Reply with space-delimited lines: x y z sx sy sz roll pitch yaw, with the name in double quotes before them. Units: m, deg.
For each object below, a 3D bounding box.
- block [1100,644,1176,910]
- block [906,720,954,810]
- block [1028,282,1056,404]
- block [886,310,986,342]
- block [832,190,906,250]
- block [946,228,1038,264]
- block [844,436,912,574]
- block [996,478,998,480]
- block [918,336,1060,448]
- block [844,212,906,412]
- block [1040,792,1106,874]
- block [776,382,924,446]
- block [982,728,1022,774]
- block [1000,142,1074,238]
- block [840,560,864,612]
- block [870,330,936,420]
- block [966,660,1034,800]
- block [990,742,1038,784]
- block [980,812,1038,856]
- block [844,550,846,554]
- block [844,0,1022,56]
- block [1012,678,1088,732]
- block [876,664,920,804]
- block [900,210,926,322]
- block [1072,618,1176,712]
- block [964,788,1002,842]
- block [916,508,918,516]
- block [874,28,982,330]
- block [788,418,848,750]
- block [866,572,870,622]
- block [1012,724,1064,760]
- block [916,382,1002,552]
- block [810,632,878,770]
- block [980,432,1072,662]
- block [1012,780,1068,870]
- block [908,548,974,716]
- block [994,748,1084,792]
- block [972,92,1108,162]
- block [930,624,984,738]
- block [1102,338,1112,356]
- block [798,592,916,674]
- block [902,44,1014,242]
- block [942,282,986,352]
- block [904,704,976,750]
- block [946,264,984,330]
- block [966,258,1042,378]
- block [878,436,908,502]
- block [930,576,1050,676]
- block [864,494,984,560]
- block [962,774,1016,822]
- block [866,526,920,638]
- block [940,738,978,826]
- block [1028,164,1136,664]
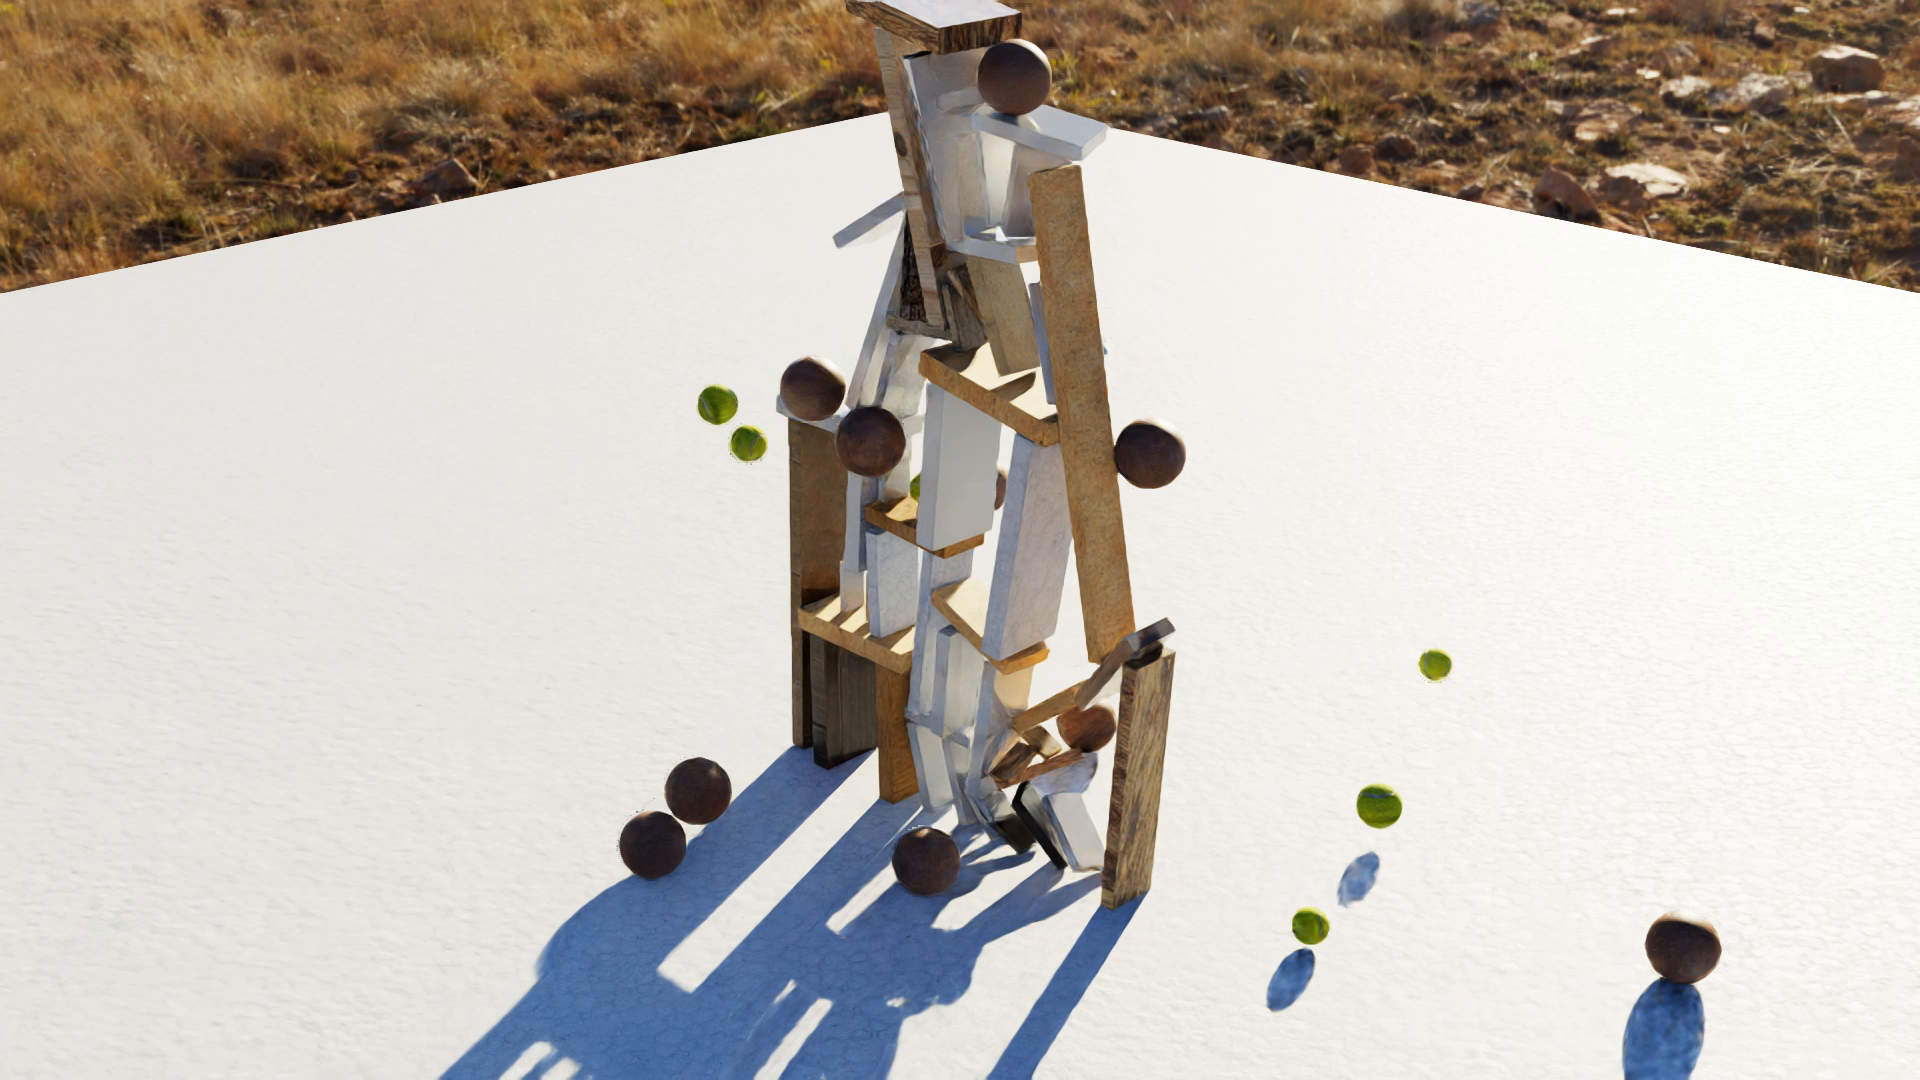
"block" 0.327 0.443 4.056 0.110 0.515 0.031 -21 35 -41
"block" -0.050 0.445 4.475 0.093 0.185 0.026 -22 17 -41
"block" 0.186 -0.356 3.925 0.031 0.217 0.108 -6 5 45
"block" -0.037 -0.410 4.176 0.192 0.027 0.096 15 26 36
"block" -0.135 -0.613 4.170 0.213 0.030 0.107 -24 -2 44
"block" 0.080 -0.534 3.981 0.108 0.031 0.217 -13 20 -32
"block" -0.163 -0.082 4.388 0.039 0.274 0.137 21 28 39
"block" 0.012 -0.139 4.307 0.064 0.018 0.128 -20 -27 26
"block" 0.096 -0.276 4.023 0.164 0.046 0.328 -20 41 -42
"block" -0.121 -0.445 4.255 0.030 0.432 0.107 38 36 26
"block" 0.225 0.566 4.264 0.082 0.023 0.164 1 52 -38
"block" -0.221 -0.253 4.386 0.275 0.039 0.137 20 27 37
"block" 0.083 0.417 4.297 0.013 0.095 0.047 29 -8 35
"block" 0.140 -0.636 3.905 0.105 0.210 0.030 -6 43 -18
"block" -0.222 0.090 4.513 0.015 0.106 0.053 17 26 40
"block" -0.108 -0.327 4.272 0.096 0.192 0.027 -14 43 -38
"block" 0.079 0.355 4.289 0.032 0.304 0.113 29 35 35
"block" 0.105 0.431 4.246 0.047 0.013 0.095 17 49 37
"block" 0.102 0.565 4.341 0.059 0.017 0.118 -26 58 -35
"block" -0.182 0.042 4.465 0.053 0.015 0.106 -16 31 -41
"block" -0.051 -0.936 3.894 0.167 0.047 0.335 -17 33 -26
"block" 0.202 0.308 4.220 0.110 0.031 0.220 -21 -8 -36
"block" -0.098 0.371 4.494 0.043 0.306 0.153 20 30 41
"block" -0.057 -0.525 4.136 0.107 0.213 0.030 -17 33 -36
"block" 0.299 0.228 4.013 0.110 0.221 0.031 -23 70 -37
"block" 0.060 0.537 4.381 0.059 0.017 0.118 -17 69 -34
"block" -0.036 -0.097 4.256 0.064 0.128 0.018 1 38 -31
"block" -0.028 -0.678 4.045 0.167 0.556 0.047 -23 22 -34
"block" -0.288 0.083 4.609 0.137 0.745 0.039 -17 29 -37
"block" -0.167 0.111 4.465 0.015 0.106 0.053 20 26 37
"block" 0.152 0.386 4.289 0.047 0.013 0.094 -24 56 -38
"block" 0.001 -0.155 4.166 0.046 0.328 0.164 26 33 38
"block" -0.240 0.315 4.626 0.043 0.306 0.153 20 30 41
"block" 0.140 -0.004 4.077 0.046 0.459 0.164 29 35 33
"block" 0.162 0.554 4.269 0.023 0.164 0.082 -31 13 22
"block" -0.038 0.171 4.349 0.111 0.359 0.031 -19 35 -40
"block" 0.155 0.448 4.296 0.164 0.023 0.082 -19 -7 -16
"block" 0.138 -0.717 3.810 0.210 0.030 0.105 21 39 18
"block" -0.002 0.264 4.303 0.032 0.227 0.113 24 32 34
"block" 0.265 -0.367 4.321 0.063 0.018 0.126 -32 7 12
"block" -0.171 0.182 4.492 0.153 0.043 0.306 -21 31 -40
"block" 0.016 -0.722 3.946 0.167 0.335 0.047 -18 24 -12
"block" 0.007 -0.416 4.064 0.063 0.126 0.018 -24 18 -40
"block" -0.014 0.360 4.404 0.093 0.026 0.185 -21 31 -41
"block" 0.034 -0.450 4.035 0.063 0.018 0.126 -24 76 -41
"block" 0.087 -0.411 4.001 0.031 0.217 0.108 -14 3 43
"block" -0.132 -0.143 4.348 0.064 0.128 0.018 -19 29 -41
"block" 0.058 0.164 4.240 0.113 0.032 0.227 -17 49 -40
"block" -0.070 -0.030 4.310 0.221 0.031 0.111 26 33 37
"block" 0.059 0.507 4.356 0.059 0.017 0.118 -7 44 -31
"block" -0.133 0.075 4.404 0.111 0.221 0.031 -22 29 -40
"block" 0.024 0.470 4.417 0.093 0.185 0.026 -17 10 -34
"block" 0.222 -0.215 3.907 0.030 0.887 0.105 7 21 45
